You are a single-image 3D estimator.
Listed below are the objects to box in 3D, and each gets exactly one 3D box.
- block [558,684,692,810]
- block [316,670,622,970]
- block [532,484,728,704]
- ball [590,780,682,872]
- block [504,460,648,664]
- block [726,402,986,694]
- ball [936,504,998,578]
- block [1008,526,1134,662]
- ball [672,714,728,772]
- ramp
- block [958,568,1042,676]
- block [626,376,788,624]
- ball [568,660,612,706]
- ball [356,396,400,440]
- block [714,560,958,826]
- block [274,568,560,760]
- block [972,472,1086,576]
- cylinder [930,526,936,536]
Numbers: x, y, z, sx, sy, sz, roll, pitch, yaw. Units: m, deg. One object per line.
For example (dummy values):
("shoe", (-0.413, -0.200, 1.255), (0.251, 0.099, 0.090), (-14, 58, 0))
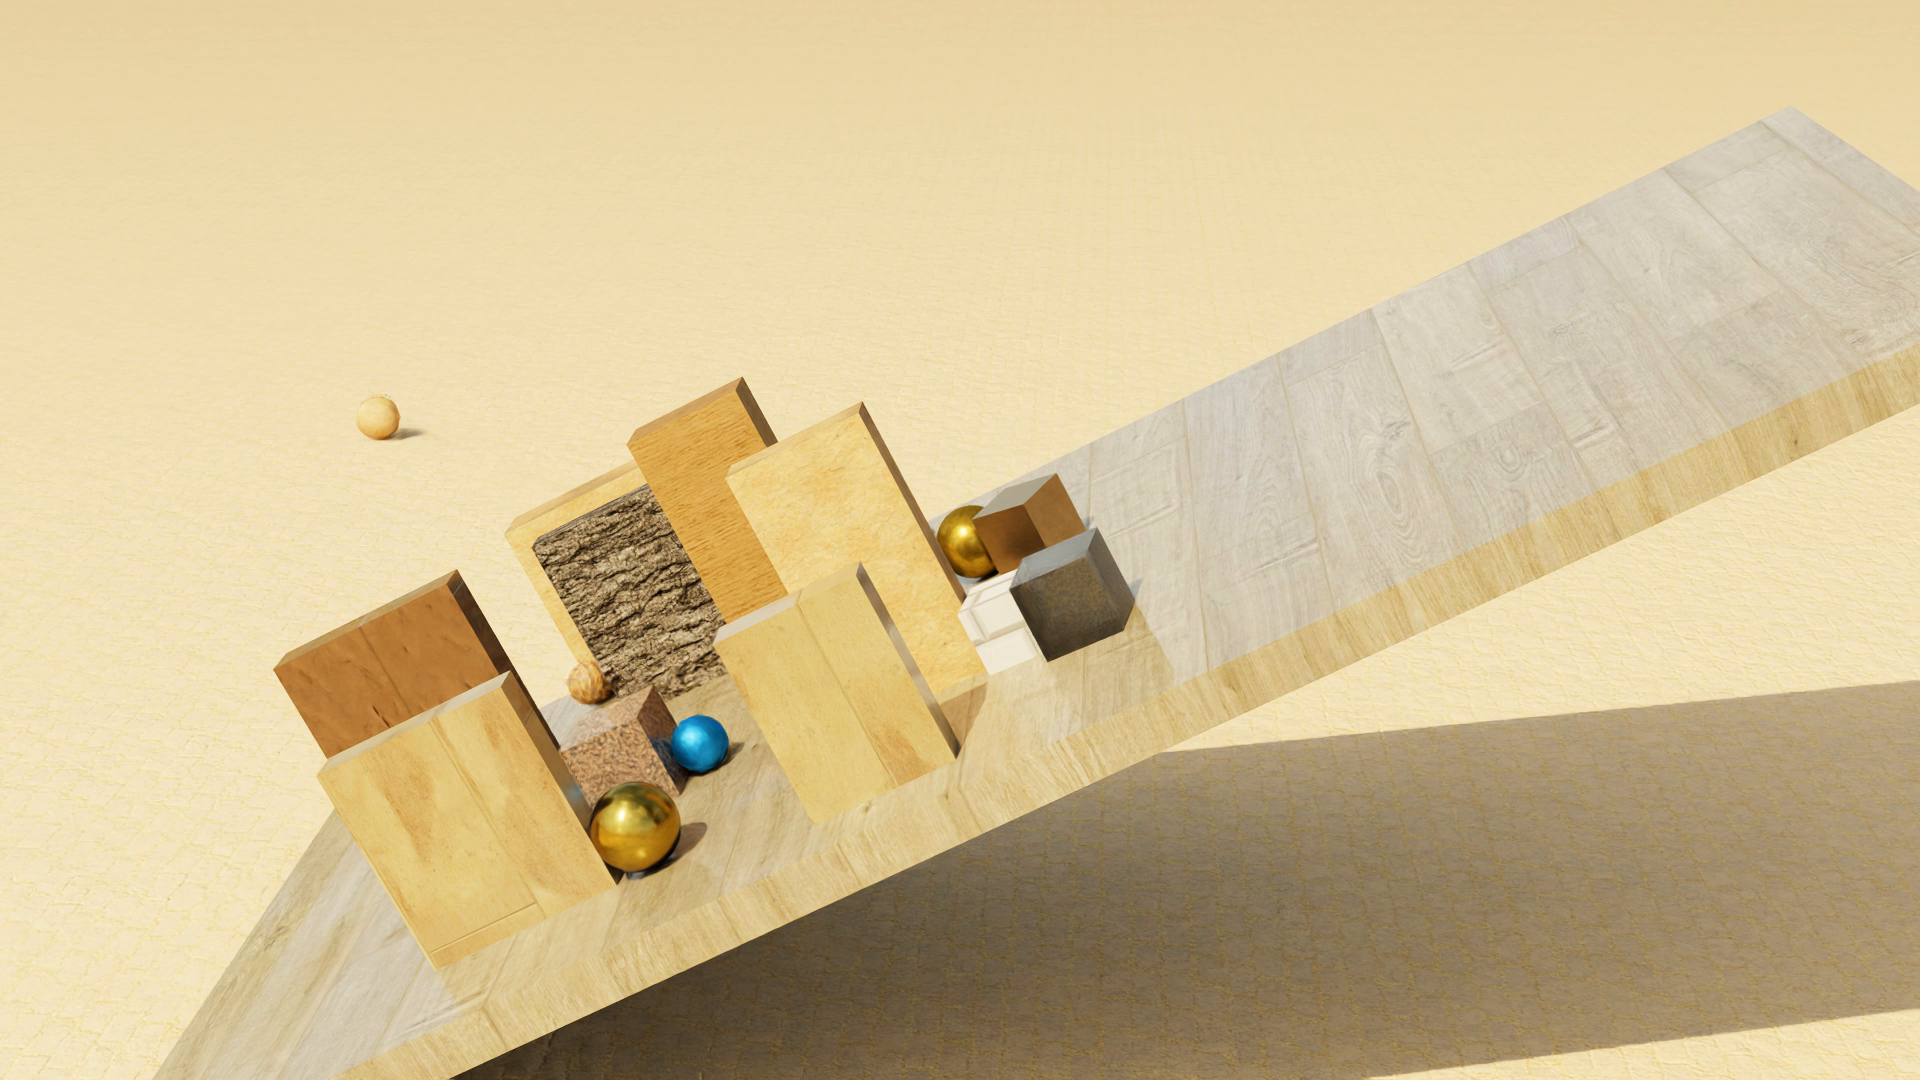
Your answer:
("block", (-0.704, 0.460, 6.230), (0.194, 0.194, 0.194), (-25, 14, 13))
("block", (-0.965, 0.557, 5.814), (0.419, 0.463, 0.098), (-26, 14, 10))
("block", (-0.726, 0.133, 6.872), (0.354, 0.472, 0.086), (-26, 14, 10))
("ball", (-0.636, 0.562, 5.762), (0.179, 0.179, 0.179), (0, 17, 0))
("block", (-0.802, 0.073, 7.243), (0.445, 0.470, 0.144), (-26, 14, 10))
("block", (-0.195, 0.051, 5.901), (0.299, 0.585, 0.098), (-26, 14, 10))
("ball", (0.028, 0.004, 6.534), (0.163, 0.163, 0.163), (0, 17, 0))
("block", (0.221, 0.106, 5.778), (0.168, 0.168, 0.168), (-23, 14, 18))
("ball", (-0.548, 0.429, 6.200), (0.120, 0.120, 0.120), (0, 17, 0))
("ramp", (0.140, 0.168, 6.281), (4.000, 0.100, 2.000), (-26, 14, 10))
("block", (0.102, 0.157, 5.877), (0.142, 0.142, 0.142), (-23, 14, 19))
("block", (-0.459, -0.012, 6.534), (0.272, 0.637, 0.133), (-26, 14, 10))
("ball", (-0.905, 0.350, 7.199), (0.111, 0.111, 0.111), (0, 17, 0))
("ball", (-2.260, -0.475, 11.422), (0.168, 0.168, 0.168), (0, 17, 0))
("block", (-0.230, 0.287, 5.501), (0.300, 0.401, 0.098), (-26, 14, 10))
("block", (-1.181, 0.415, 6.543), (0.445, 0.562, 0.110), (-26, 14, 10))
("block", (0.152, -0.031, 6.443), (0.152, 0.152, 0.152), (-16, 18, 40))
("cylinder", (-0.147, 0.066, 6.550), (0.210, 0.210, 0.210), (-1, 24, -2))
